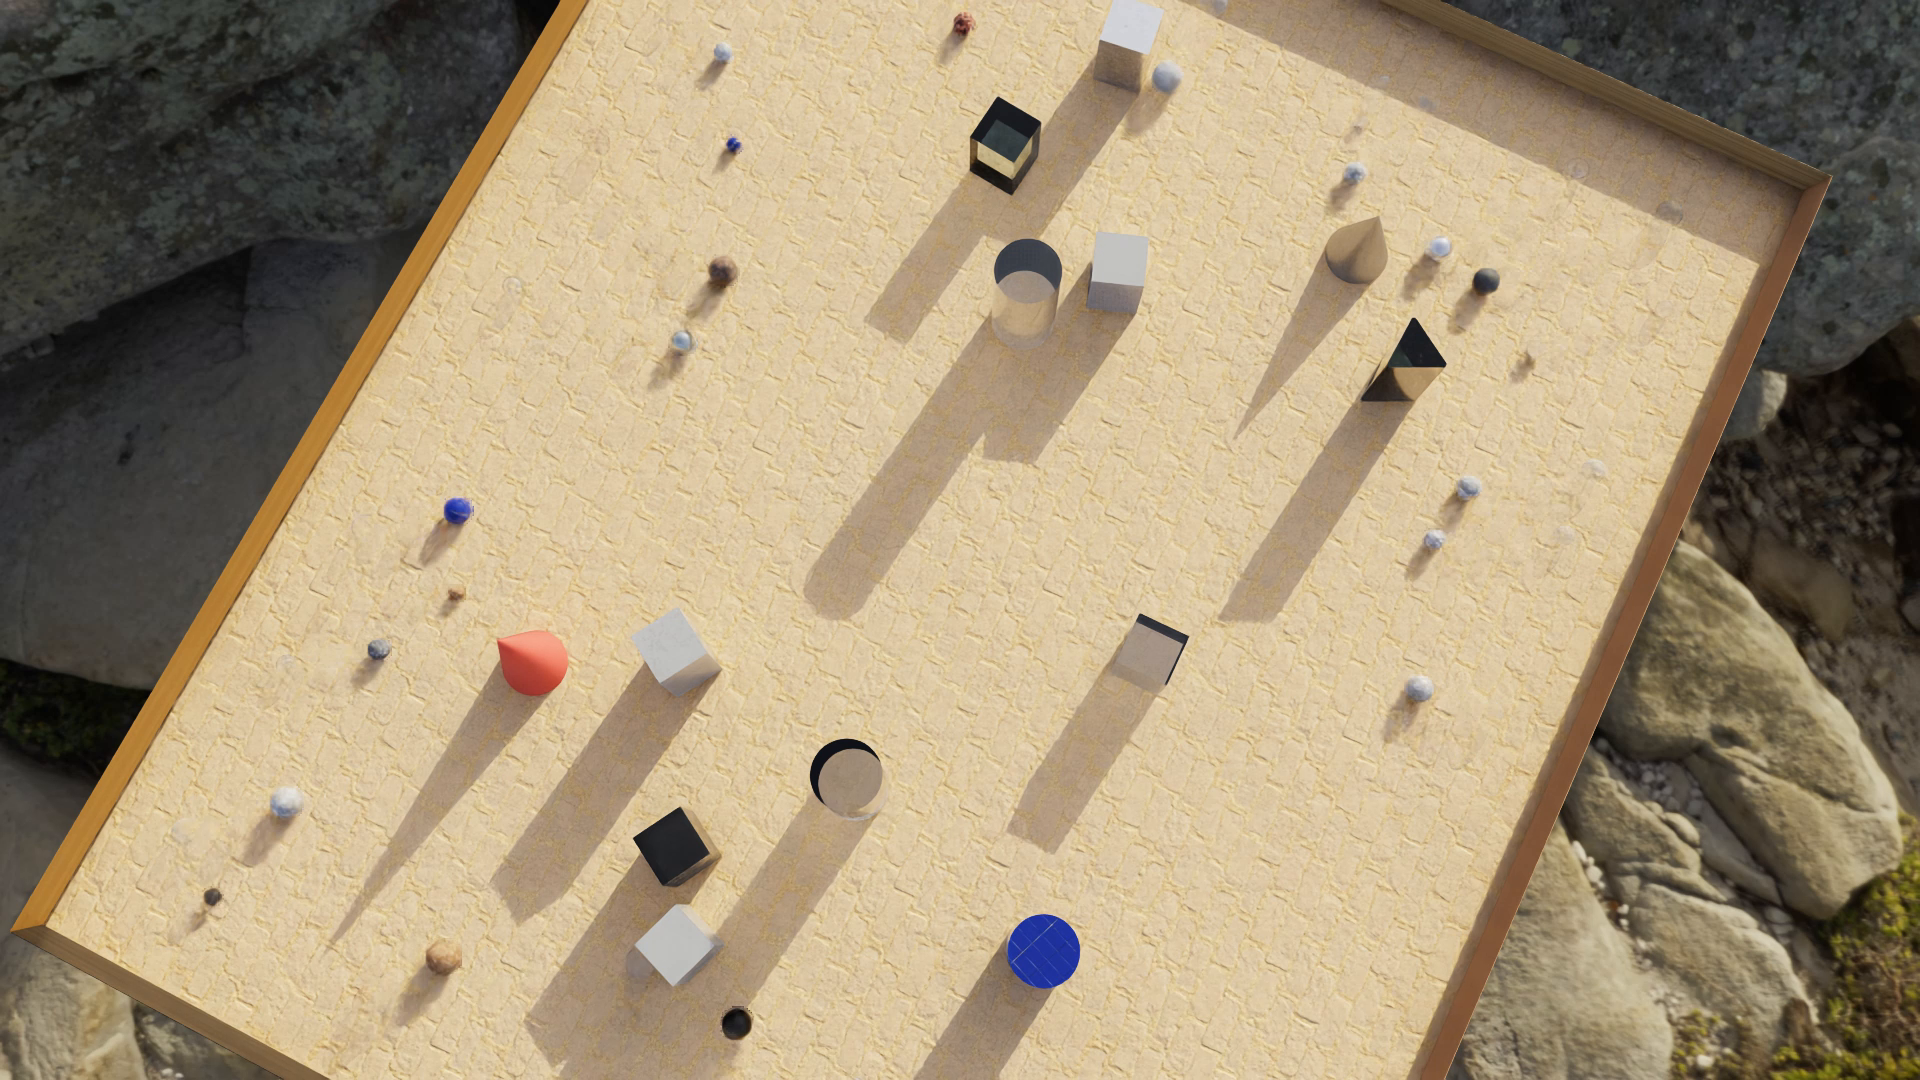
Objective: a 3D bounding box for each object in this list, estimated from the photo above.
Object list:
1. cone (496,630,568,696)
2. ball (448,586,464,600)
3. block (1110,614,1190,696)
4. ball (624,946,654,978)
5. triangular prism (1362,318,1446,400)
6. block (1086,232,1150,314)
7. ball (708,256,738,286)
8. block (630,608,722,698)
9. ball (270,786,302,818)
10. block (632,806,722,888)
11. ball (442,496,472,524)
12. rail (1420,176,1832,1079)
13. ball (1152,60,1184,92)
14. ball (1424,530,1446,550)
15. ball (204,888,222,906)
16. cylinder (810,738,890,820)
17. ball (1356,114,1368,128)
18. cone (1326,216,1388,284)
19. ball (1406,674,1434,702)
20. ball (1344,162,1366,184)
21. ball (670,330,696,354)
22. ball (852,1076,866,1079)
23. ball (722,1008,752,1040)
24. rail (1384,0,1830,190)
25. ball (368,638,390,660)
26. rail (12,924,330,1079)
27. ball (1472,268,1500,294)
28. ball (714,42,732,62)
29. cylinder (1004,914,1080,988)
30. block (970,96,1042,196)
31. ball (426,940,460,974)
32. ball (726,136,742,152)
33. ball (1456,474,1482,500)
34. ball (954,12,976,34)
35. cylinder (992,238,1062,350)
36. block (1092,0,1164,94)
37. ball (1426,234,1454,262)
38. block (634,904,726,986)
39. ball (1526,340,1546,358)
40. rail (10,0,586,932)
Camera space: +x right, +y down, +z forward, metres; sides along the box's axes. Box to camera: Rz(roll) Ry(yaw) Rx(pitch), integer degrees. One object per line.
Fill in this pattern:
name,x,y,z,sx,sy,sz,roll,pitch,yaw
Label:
cone,-1.285,0.324,5.310,0.199,0.470,0.199,0,78,0
ball,-1.528,0.160,5.560,0.046,0.046,0.046,0,78,0
block,0.559,0.340,5.421,0.160,0.246,0.160,25,79,5
ball,-0.926,1.223,5.310,0.093,0.093,0.093,0,78,0
triangular prism,1.335,-0.545,5.546,0.173,0.360,0.150,0,78,0
block,0.484,-0.823,5.658,0.160,0.253,0.160,6,78,1
ball,-0.743,-0.845,5.744,0.093,0.093,0.093,0,78,0
block,-0.826,0.333,5.370,0.160,0.348,0.160,-33,80,-6
ball,-1.990,0.774,5.409,0.092,0.092,0.092,0,78,0
block,-0.814,0.889,5.296,0.160,0.268,0.160,-33,80,-7
ball,-1.535,-0.090,5.592,0.084,0.084,0.084,0,78,0
rail,1.697,0.838,5.376,0.045,0.130,4.500,26,80,5
ball,0.665,-1.486,5.873,0.100,0.100,0.100,0,78,0
ball,1.447,-0.001,5.584,0.064,0.064,0.064,0,78,0
ball,-2.191,1.046,5.374,0.050,0.050,0.050,0,78,0
cylinder,-0.310,0.689,5.232,0.199,0.474,0.199,0,78,0
ball,1.287,-1.344,5.874,0.041,0.041,0.041,0,78,0
cone,1.256,-0.938,5.644,0.199,0.326,0.199,0,78,0
ball,1.376,0.445,5.483,0.082,0.082,0.082,0,78,0
ball,1.256,-1.166,5.822,0.071,0.071,0.071,0,78,0
ball,-0.864,-0.616,5.704,0.079,0.079,0.079,0,78,0
ball,-0.293,1.564,5.268,0.049,0.049,0.049,0,78,0
ball,-0.643,1.397,5.281,0.090,0.090,0.090,0,78,0
rail,0.996,-1.943,5.952,3.842,0.130,0.045,26,80,5
ball,-1.748,0.328,5.516,0.065,0.065,0.065,0,78,0
rail,-0.996,1.957,5.144,3.842,0.130,0.045,26,80,5
ball,1.650,-0.812,5.742,0.085,0.085,0.085,0,78,0
ball,-0.763,-1.573,5.911,0.061,0.061,0.061,0,78,0
cylinder,0.231,1.164,5.200,0.199,0.343,0.199,0,78,0
block,0.140,-1.231,5.739,0.160,0.260,0.160,32,80,6
ball,-1.500,1.209,5.316,0.099,0.099,0.099,0,78,0
ball,-0.723,-1.263,5.853,0.049,0.049,0.049,0,78,0
ball,1.559,-0.161,5.611,0.076,0.076,0.076,0,78,0
ball,0.014,-1.671,5.926,0.071,0.071,0.071,0,78,0
cylinder,0.198,-0.737,5.543,0.199,0.442,0.199,0,78,0
block,0.532,-1.565,5.800,0.160,0.276,0.160,19,79,4
ball,1.508,-0.919,5.764,0.085,0.085,0.085,0,78,0
block,-0.799,1.159,5.249,0.160,0.249,0.160,-44,82,-8
ball,1.795,-0.595,5.711,0.056,0.056,0.056,0,78,0
rail,-1.697,-0.824,5.720,0.045,0.130,4.500,26,80,5
